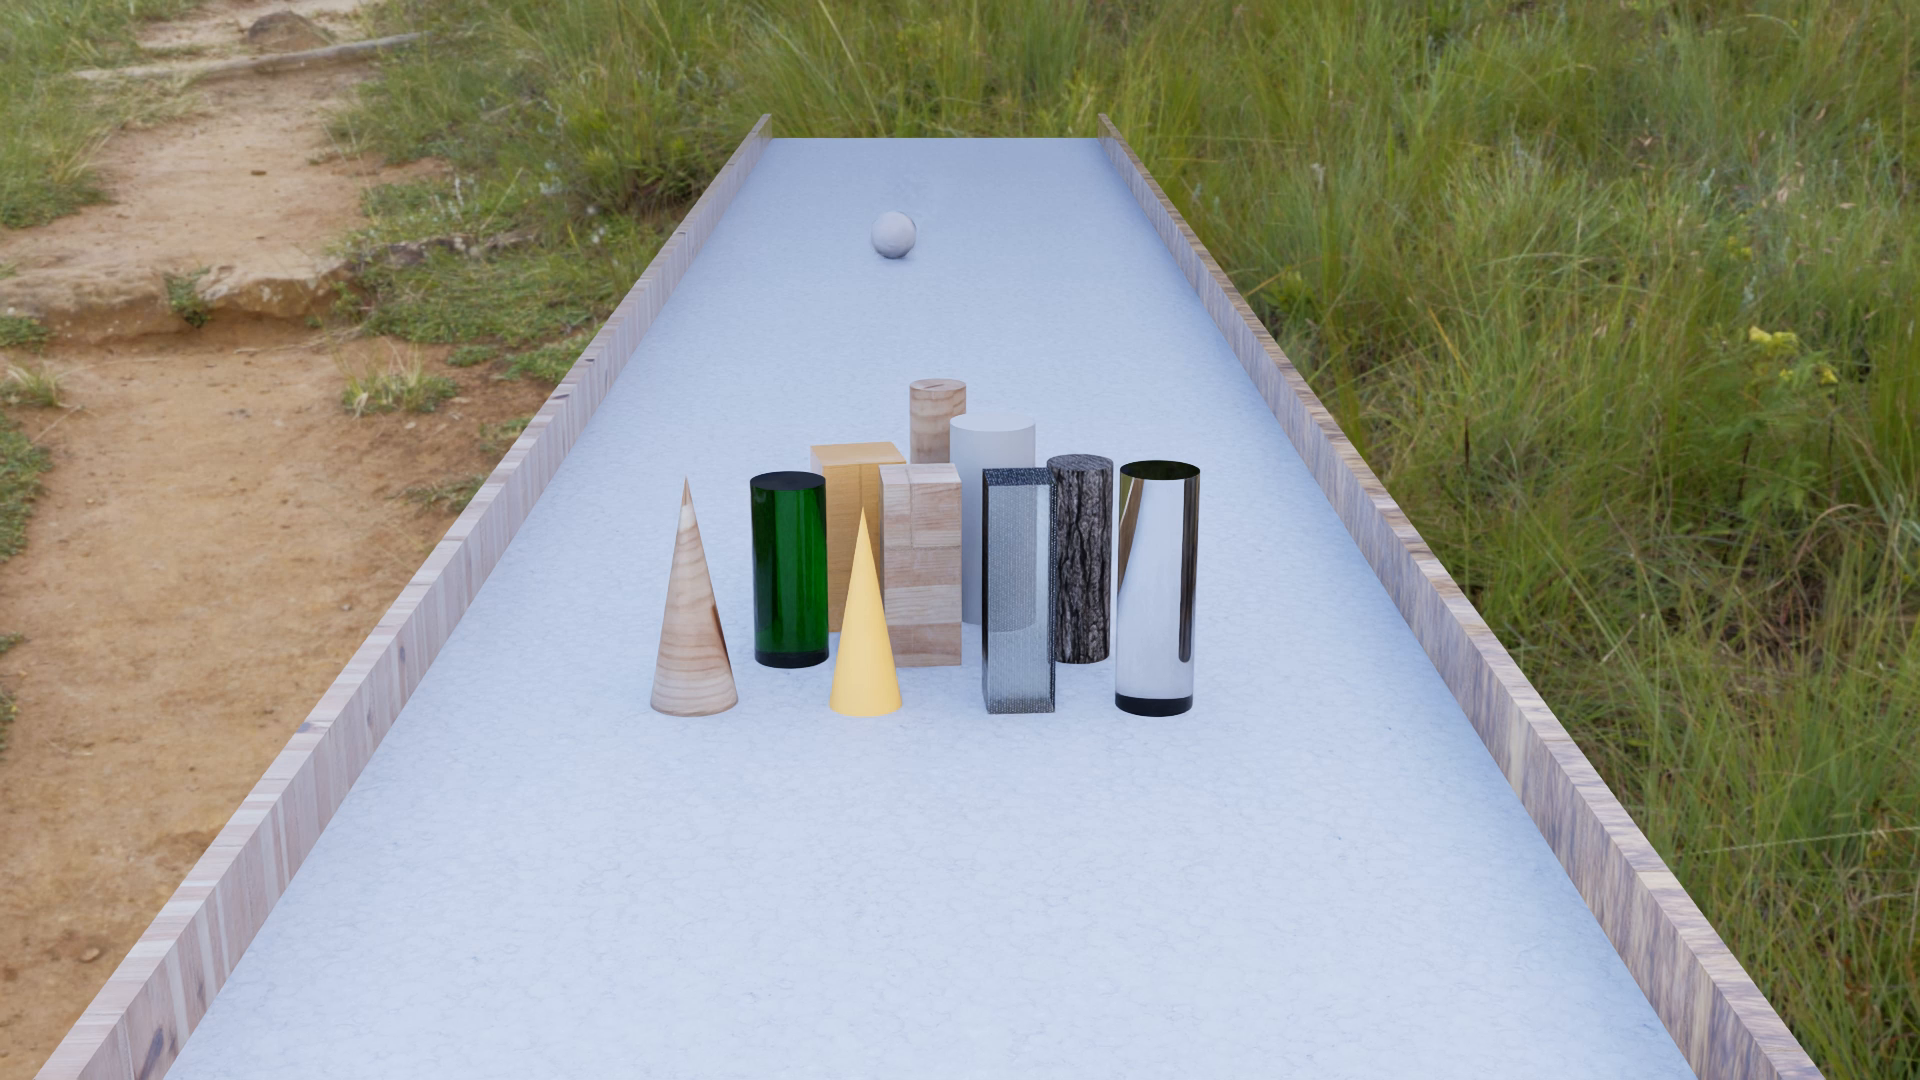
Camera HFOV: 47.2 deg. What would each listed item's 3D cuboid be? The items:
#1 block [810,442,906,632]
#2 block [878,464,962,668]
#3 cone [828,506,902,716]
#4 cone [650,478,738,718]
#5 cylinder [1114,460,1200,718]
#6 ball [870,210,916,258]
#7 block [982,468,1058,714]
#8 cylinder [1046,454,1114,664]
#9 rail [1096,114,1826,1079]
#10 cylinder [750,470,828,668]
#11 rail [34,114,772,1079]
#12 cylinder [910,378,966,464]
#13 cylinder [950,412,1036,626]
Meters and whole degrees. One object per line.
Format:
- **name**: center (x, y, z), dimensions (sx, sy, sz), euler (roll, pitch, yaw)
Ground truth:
- **block**: center (-0.213, -0.008, 4.626), dimensions (0.174, 0.359, 0.174), euler (-3, 17, -12)
- **block**: center (-0.080, 0.050, 4.396), dimensions (0.152, 0.378, 0.152), euler (-2, 17, -5)
- **cone**: center (-0.180, 0.124, 4.125), dimensions (0.139, 0.390, 0.139), euler (0, 17, 0)
- **cone**: center (-0.506, 0.092, 4.129), dimensions (0.168, 0.449, 0.168), euler (0, 17, 0)
- **cylinder**: center (0.369, 0.091, 4.118), dimensions (0.149, 0.458, 0.149), euler (0, 17, 0)
- **ball**: center (-0.278, -1.270, 9.150), dimensions (0.198, 0.198, 0.198), euler (0, 17, 0)
- **block**: center (0.110, 0.096, 4.126), dimensions (0.126, 0.444, 0.126), euler (-1, 17, -5)
- **cylinder**: center (0.237, 0.038, 4.398), dimensions (0.133, 0.399, 0.133), euler (0, 17, 0)
- **rail**: center (0.932, -0.844, 7.801), dimensions (0.050, 0.150, 12.000), euler (0, 17, -1)
- **cylinder**: center (-0.339, 0.059, 4.386), dimensions (0.151, 0.367, 0.151), euler (0, 17, 0)
- **rail**: center (-1.118, -0.838, 7.780), dimensions (0.050, 0.150, 12.000), euler (0, 17, -1)
- **cylinder**: center (-0.048, -0.127, 4.875), dimensions (0.125, 0.444, 0.125), euler (0, 17, 0)
- **cylinder**: center (0.068, -0.046, 4.647), dimensions (0.180, 0.419, 0.180), euler (0, 17, 0)
